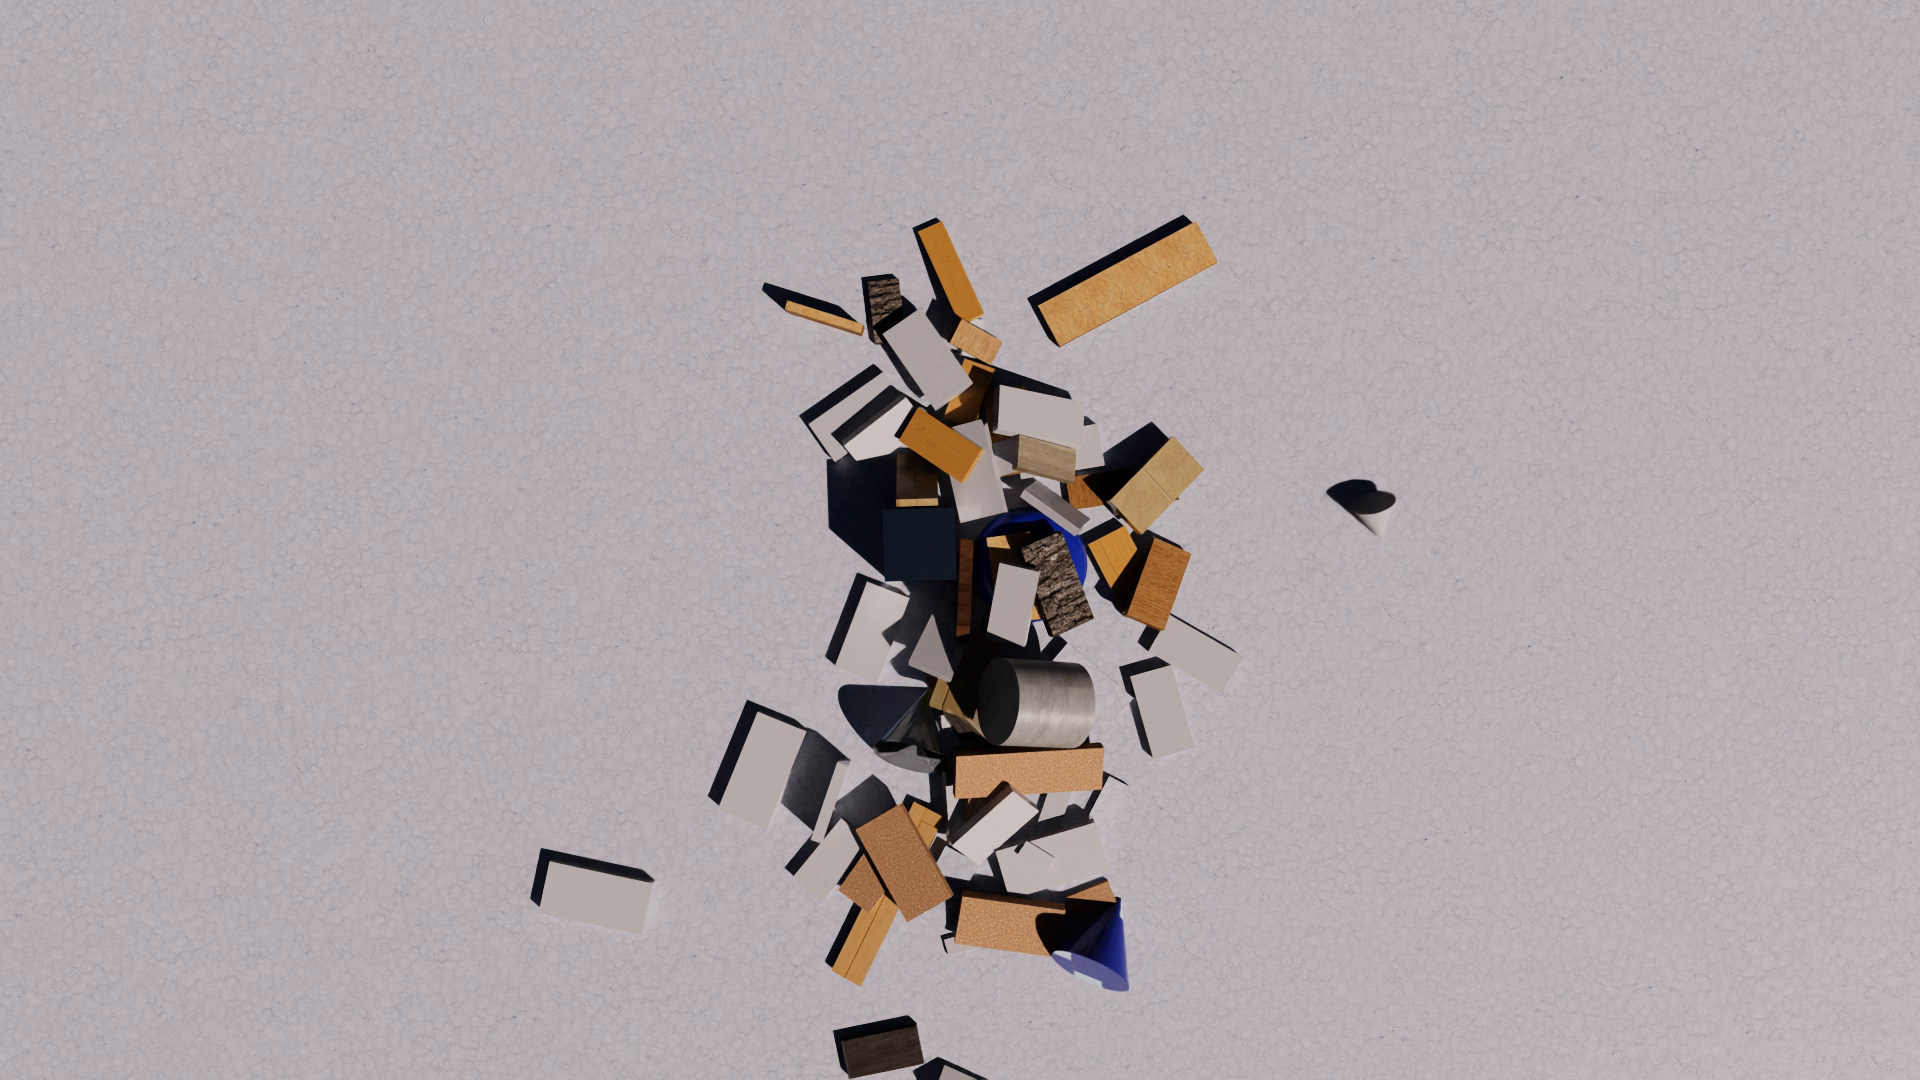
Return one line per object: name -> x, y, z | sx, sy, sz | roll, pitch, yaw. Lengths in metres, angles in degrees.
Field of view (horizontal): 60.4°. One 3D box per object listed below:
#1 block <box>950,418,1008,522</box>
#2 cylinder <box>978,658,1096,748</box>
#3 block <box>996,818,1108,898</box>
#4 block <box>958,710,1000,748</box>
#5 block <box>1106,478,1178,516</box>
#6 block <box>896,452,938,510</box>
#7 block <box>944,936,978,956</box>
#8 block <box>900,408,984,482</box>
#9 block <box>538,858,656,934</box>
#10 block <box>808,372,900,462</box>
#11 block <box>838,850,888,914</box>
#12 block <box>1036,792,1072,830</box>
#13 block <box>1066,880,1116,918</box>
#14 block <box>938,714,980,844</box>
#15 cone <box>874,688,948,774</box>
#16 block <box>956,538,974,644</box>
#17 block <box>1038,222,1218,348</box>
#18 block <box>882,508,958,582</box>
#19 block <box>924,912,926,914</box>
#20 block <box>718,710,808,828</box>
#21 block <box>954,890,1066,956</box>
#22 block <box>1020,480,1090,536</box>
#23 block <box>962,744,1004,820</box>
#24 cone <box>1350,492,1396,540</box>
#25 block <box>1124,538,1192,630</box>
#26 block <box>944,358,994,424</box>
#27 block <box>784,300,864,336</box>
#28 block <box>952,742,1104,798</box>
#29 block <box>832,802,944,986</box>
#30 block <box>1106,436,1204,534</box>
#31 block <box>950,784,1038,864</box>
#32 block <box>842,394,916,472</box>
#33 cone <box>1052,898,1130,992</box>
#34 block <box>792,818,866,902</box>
block -> 0.044, -0.226, 5.404 | 0.153, 0.043, 0.312 | -14, 88, 19
cylinder -> 0.242, 0.523, 5.280 | 0.277, 0.277, 0.277 | 6, 90, -27
block -> 0.304, 1.056, 5.465 | 0.342, 0.048, 0.171 | -16, 98, 0
block -> 0.073, 0.580, 5.435 | 0.221, 0.031, 0.110 | 46, 63, -7
block -> 0.605, -0.161, 5.459 | 0.222, 0.031, 0.111 | -14, 91, -13
block -> -0.139, -0.195, 5.382 | 0.133, 0.266, 0.038 | -2, 127, 0
block -> 0.008, 1.341, 5.492 | 0.112, 0.016, 0.056 | -16, 90, 0
block -> -0.060, -0.311, 5.393 | 0.257, 0.036, 0.129 | 34, 103, 14
block -> -1.204, 1.184, 5.475 | 0.348, 0.049, 0.174 | 12, 90, 0
block -> -0.333, -0.408, 5.478 | 0.304, 0.043, 0.152 | -35, 90, 0
block -> -0.275, 1.090, 5.453 | 0.128, 0.036, 0.256 | 35, 92, 10
block -> 0.316, 0.885, 5.489 | 0.075, 0.021, 0.149 | 19, 90, 0
block -> 0.437, 1.195, 5.489 | 0.149, 0.021, 0.075 | -22, 90, 0
block -> 0.006, 0.787, 5.465 | 0.125, 0.035, 0.426 | -4, 90, -17
cone -> -0.131, 0.600, 5.443 | 0.256, 0.256, 0.256 | 15, 63, 0
block -> 0.016, 0.167, 5.368 | 0.043, 0.152, 0.303 | 3, 65, 0
block -> 0.556, -0.848, 5.478 | 0.593, 0.043, 0.152 | -28, 90, 0
block -> -0.129, 0.015, 5.385 | 0.231, 0.231, 0.231 | -2, 90, 0
block -> -0.135, 1.178, 5.451 | 0.016, 0.112, 0.056 | 28, 97, -41
block -> -0.654, 0.762, 5.475 | 0.174, 0.049, 0.348 | 22, 90, 0
block -> 0.164, 1.267, 5.446 | 0.342, 0.048, 0.171 | 9, 103, -3
block -> 0.314, -0.106, 5.427 | 0.222, 0.111, 0.031 | 36, 119, 9
block -> 0.090, 0.806, 5.453 | 0.125, 0.035, 0.250 | 9, 86, -17
cone -> 1.383, -0.060, 5.467 | 0.147, 0.147, 0.147 | -20, 117, 0
block -> 0.652, 0.146, 5.442 | 0.137, 0.039, 0.275 | 23, 78, -10
block -> 0.031, -0.483, 5.452 | 0.103, 0.029, 0.207 | 20, 90, 10
block -> -0.445, -0.731, 5.448 | 0.259, 0.104, 0.029 | 17, 90, 0
block -> 0.225, 0.756, 5.409 | 0.494, 0.043, 0.152 | -2, 108, -11
block -> -0.238, 1.173, 5.475 | 0.110, 0.031, 0.624 | 26, 90, 10
block -> 0.643, -0.180, 5.430 | 0.307, 0.043, 0.153 | -45, 98, -10
block -> 0.111, 0.935, 5.413 | 0.275, 0.039, 0.137 | -43, 122, 9
block -> -0.250, -0.354, 5.446 | 0.257, 0.036, 0.129 | -38, 123, 2
cone -> 0.482, 1.299, 5.439 | 0.272, 0.272, 0.272 | 28, 63, 0
block -> -0.426, 1.061, 5.482 | 0.128, 0.036, 0.256 | 39, 90, 0
